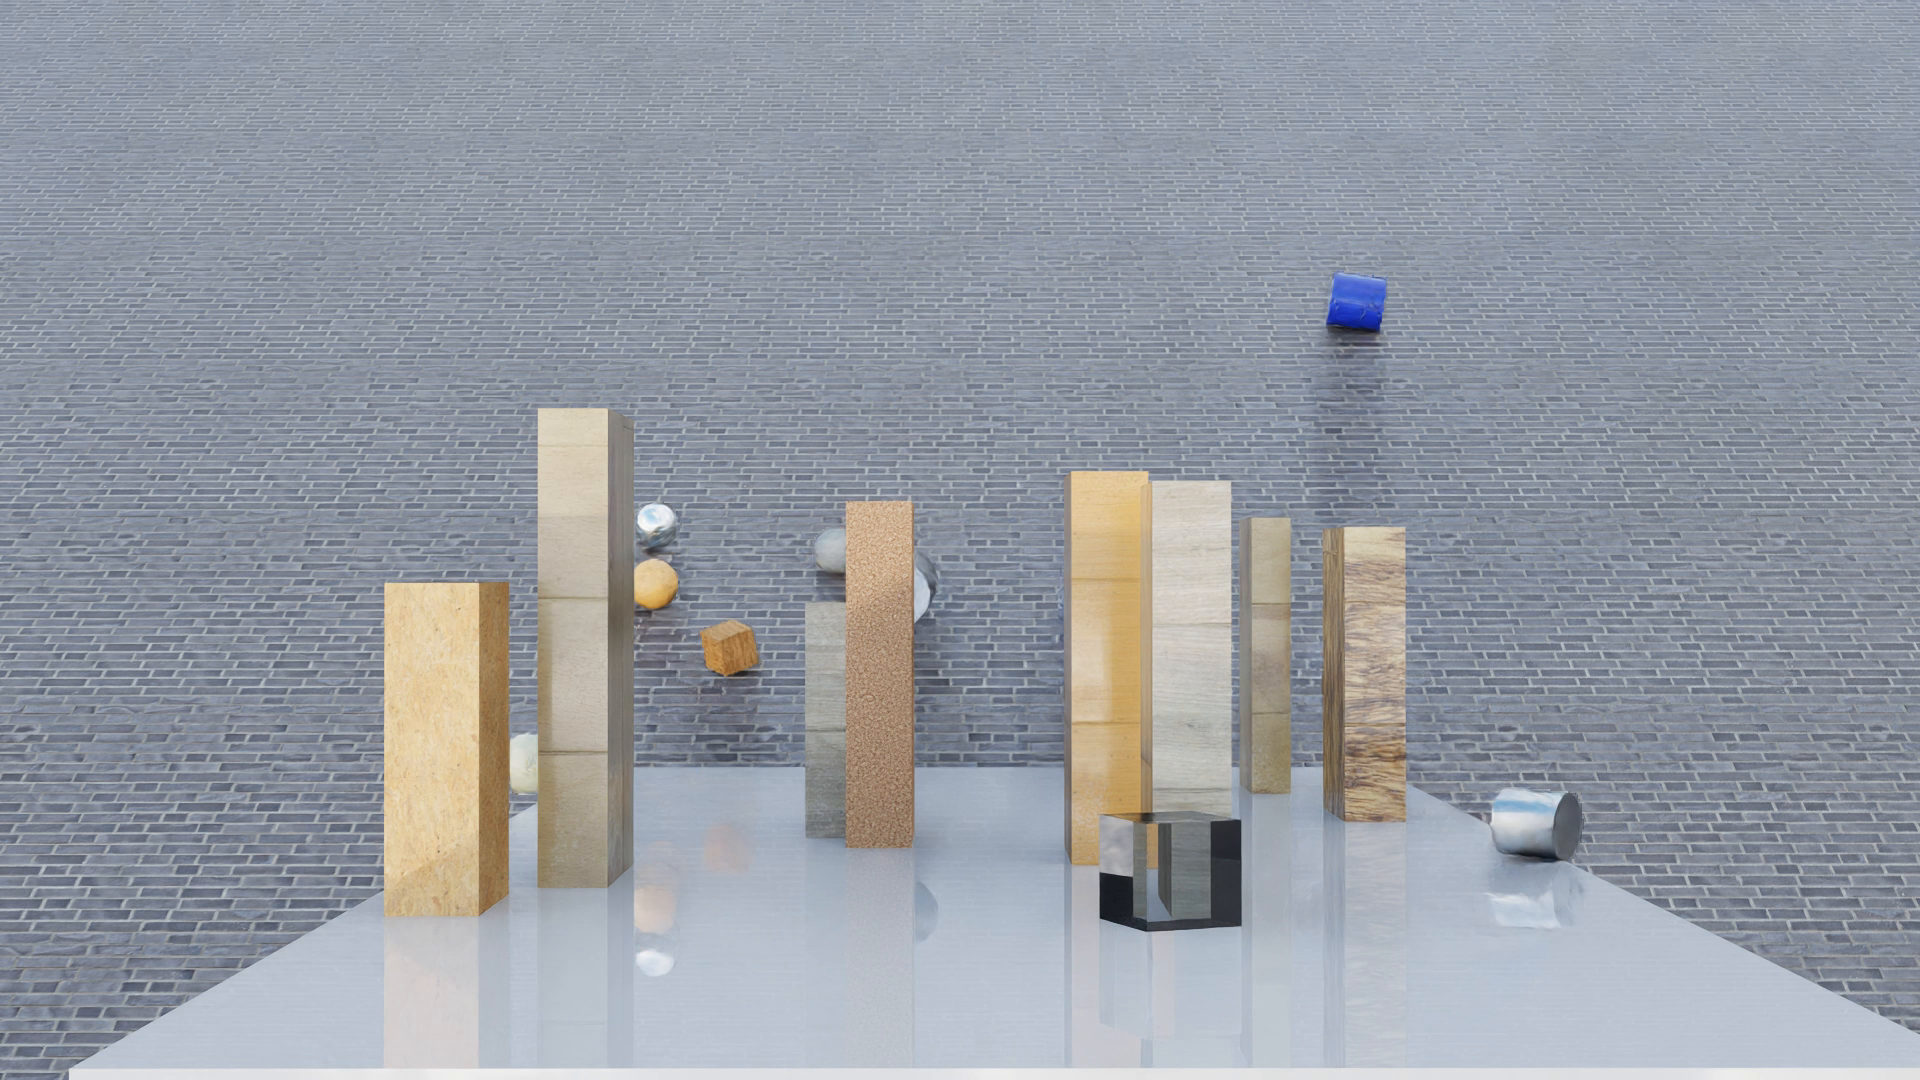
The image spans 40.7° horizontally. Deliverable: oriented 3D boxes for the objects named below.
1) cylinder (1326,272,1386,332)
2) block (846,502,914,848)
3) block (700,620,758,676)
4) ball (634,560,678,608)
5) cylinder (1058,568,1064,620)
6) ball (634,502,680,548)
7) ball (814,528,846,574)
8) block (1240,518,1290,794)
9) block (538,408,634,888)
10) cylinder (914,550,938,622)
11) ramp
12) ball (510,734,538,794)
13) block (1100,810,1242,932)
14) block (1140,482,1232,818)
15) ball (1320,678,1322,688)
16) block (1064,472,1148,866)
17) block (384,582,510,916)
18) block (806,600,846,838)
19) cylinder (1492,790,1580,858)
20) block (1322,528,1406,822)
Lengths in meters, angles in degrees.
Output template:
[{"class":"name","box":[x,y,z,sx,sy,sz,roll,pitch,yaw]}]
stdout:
[{"class":"cylinder","box":[1.375,-0.826,8.986,0.180,0.180,0.180,9,32,5]},{"class":"block","box":[-0.151,0.251,4.944,0.122,0.642,0.300,0,-1,0]},{"class":"block","box":[-0.642,0.300,7.207,0.107,0.107,0.107,-20,23,-31]},{"class":"ball","box":[-0.884,0.127,7.479,0.143,0.143,0.143,0,31,0]},{"class":"cylinder","box":[0.371,0.154,7.385,0.163,0.163,0.163,7,32,9]},{"class":"ball","box":[-0.910,-0.044,7.767,0.135,0.135,0.135,0,31,0]},{"class":"ball","box":[-0.365,0.032,7.643,0.135,0.135,0.135,0,31,0]},{"class":"block","box":[0.712,0.266,6.055,0.089,0.631,0.266,0,-1,0]},{"class":"block","box":[-0.630,0.177,4.379,0.114,0.779,0.339,0,-1,0]},{"class":"cylinder","box":[-0.172,0.135,7.360,0.196,0.196,0.196,4,10,6]},{"class":"ramp","box":[0.070,0.619,4.701,2.000,0.100,4.000,0,-1,0]},{"class":"ball","box":[-1.031,0.533,6.180,0.142,0.142,0.142,0,31,0]},{"class":"block","box":[0.308,0.484,3.800,0.154,0.154,0.154,0,-1,-23]},{"class":"block","box":[0.350,0.238,4.033,0.119,0.650,0.259,0,-1,0]},{"class":"ball","box":[0.903,0.328,5.916,0.157,0.157,0.157,0,31,0]},{"class":"block","box":[0.262,0.225,4.682,0.134,0.688,0.315,0,-1,0]},{"class":"block","box":[-0.790,0.314,4.002,0.141,0.498,0.261,0,-1,0]},{"class":"block","box":[-0.226,0.347,5.100,0.141,0.451,0.259,0,-1,0]},{"class":"cylinder","box":[1.026,0.505,4.613,0.118,0.118,0.118,-5,24,36]},{"class":"block","box":[0.845,0.275,5.433,0.124,0.601,0.317,0,-1,0]}]
